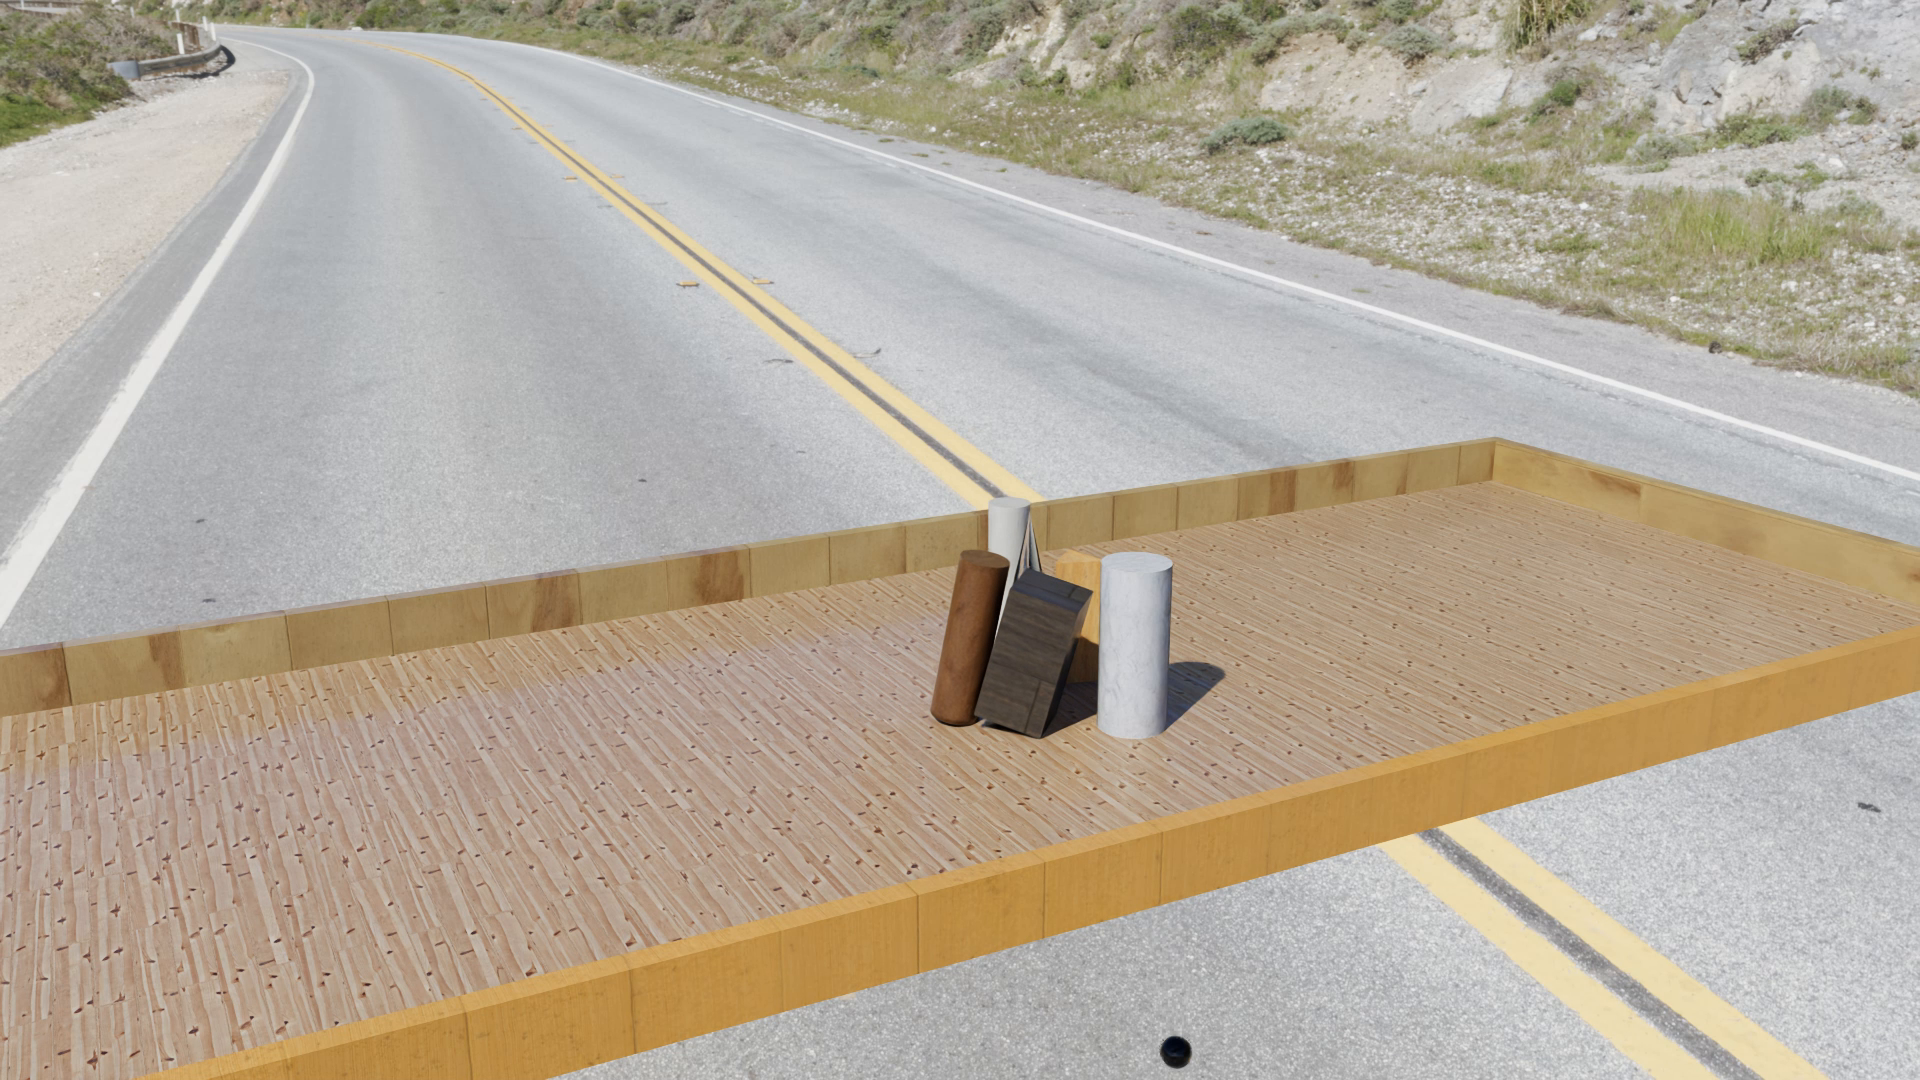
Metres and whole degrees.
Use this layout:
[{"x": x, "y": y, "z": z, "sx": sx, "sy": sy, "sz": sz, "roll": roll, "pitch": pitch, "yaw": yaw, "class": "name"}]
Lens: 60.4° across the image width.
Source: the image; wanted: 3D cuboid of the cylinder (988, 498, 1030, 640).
[{"x": 0.128, "y": 0.097, "z": 4.310, "sx": 0.109, "sy": 0.403, "sz": 0.109, "roll": 0, "pitch": 16, "yaw": 0, "class": "cylinder"}]

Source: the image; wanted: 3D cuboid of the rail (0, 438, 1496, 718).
[{"x": -3.305, "y": 0.497, "z": 3.399, "sx": 12.000, "sy": 0.150, "sz": 0.050, "roll": -9, "pitch": 18, "yaw": -27, "class": "rail"}]

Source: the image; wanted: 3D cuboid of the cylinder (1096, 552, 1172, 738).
[{"x": 0.403, "y": 0.243, "z": 3.819, "sx": 0.164, "sy": 0.401, "sz": 0.164, "roll": 0, "pitch": 16, "yaw": 0, "class": "cylinder"}]

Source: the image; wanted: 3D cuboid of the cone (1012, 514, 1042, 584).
[{"x": 0.174, "y": 0.129, "z": 4.177, "sx": 0.179, "sy": 0.417, "sz": 0.179, "roll": 0, "pitch": 16, "yaw": 0, "class": "cone"}]

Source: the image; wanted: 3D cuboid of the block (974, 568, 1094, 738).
[{"x": 0.171, "y": 0.262, "z": 3.830, "sx": 0.165, "sy": 0.326, "sz": 0.165, "roll": 19, "pitch": 20, "yaw": 11, "class": "block"}]

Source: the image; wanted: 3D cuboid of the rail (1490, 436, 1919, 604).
[{"x": 2.466, "y": -0.048, "z": 5.253, "sx": 0.050, "sy": 0.150, "sz": 2.100, "roll": -9, "pitch": 18, "yaw": -27, "class": "rail"}]

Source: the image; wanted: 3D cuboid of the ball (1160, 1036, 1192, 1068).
[{"x": 1.181, "y": 2.798, "z": 9.013, "sx": 0.175, "sy": 0.175, "sz": 0.175, "roll": 0, "pitch": 16, "yaw": 0, "class": "ball"}]

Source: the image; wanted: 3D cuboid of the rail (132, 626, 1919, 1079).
[{"x": -2.336, "y": 1.006, "z": 1.665, "sx": 12.000, "sy": 0.150, "sz": 0.050, "roll": -9, "pitch": 18, "yaw": -27, "class": "rail"}]

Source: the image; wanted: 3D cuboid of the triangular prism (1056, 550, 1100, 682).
[{"x": 0.285, "y": 0.191, "z": 4.143, "sx": 0.121, "sy": 0.316, "sz": 0.105, "roll": -3, "pitch": 17, "yaw": -10, "class": "triangular prism"}]

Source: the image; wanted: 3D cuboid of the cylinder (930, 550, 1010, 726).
[{"x": 0.022, "y": 0.228, "z": 3.851, "sx": 0.117, "sy": 0.396, "sz": 0.117, "roll": 10, "pitch": 18, "yaw": -3, "class": "cylinder"}]
